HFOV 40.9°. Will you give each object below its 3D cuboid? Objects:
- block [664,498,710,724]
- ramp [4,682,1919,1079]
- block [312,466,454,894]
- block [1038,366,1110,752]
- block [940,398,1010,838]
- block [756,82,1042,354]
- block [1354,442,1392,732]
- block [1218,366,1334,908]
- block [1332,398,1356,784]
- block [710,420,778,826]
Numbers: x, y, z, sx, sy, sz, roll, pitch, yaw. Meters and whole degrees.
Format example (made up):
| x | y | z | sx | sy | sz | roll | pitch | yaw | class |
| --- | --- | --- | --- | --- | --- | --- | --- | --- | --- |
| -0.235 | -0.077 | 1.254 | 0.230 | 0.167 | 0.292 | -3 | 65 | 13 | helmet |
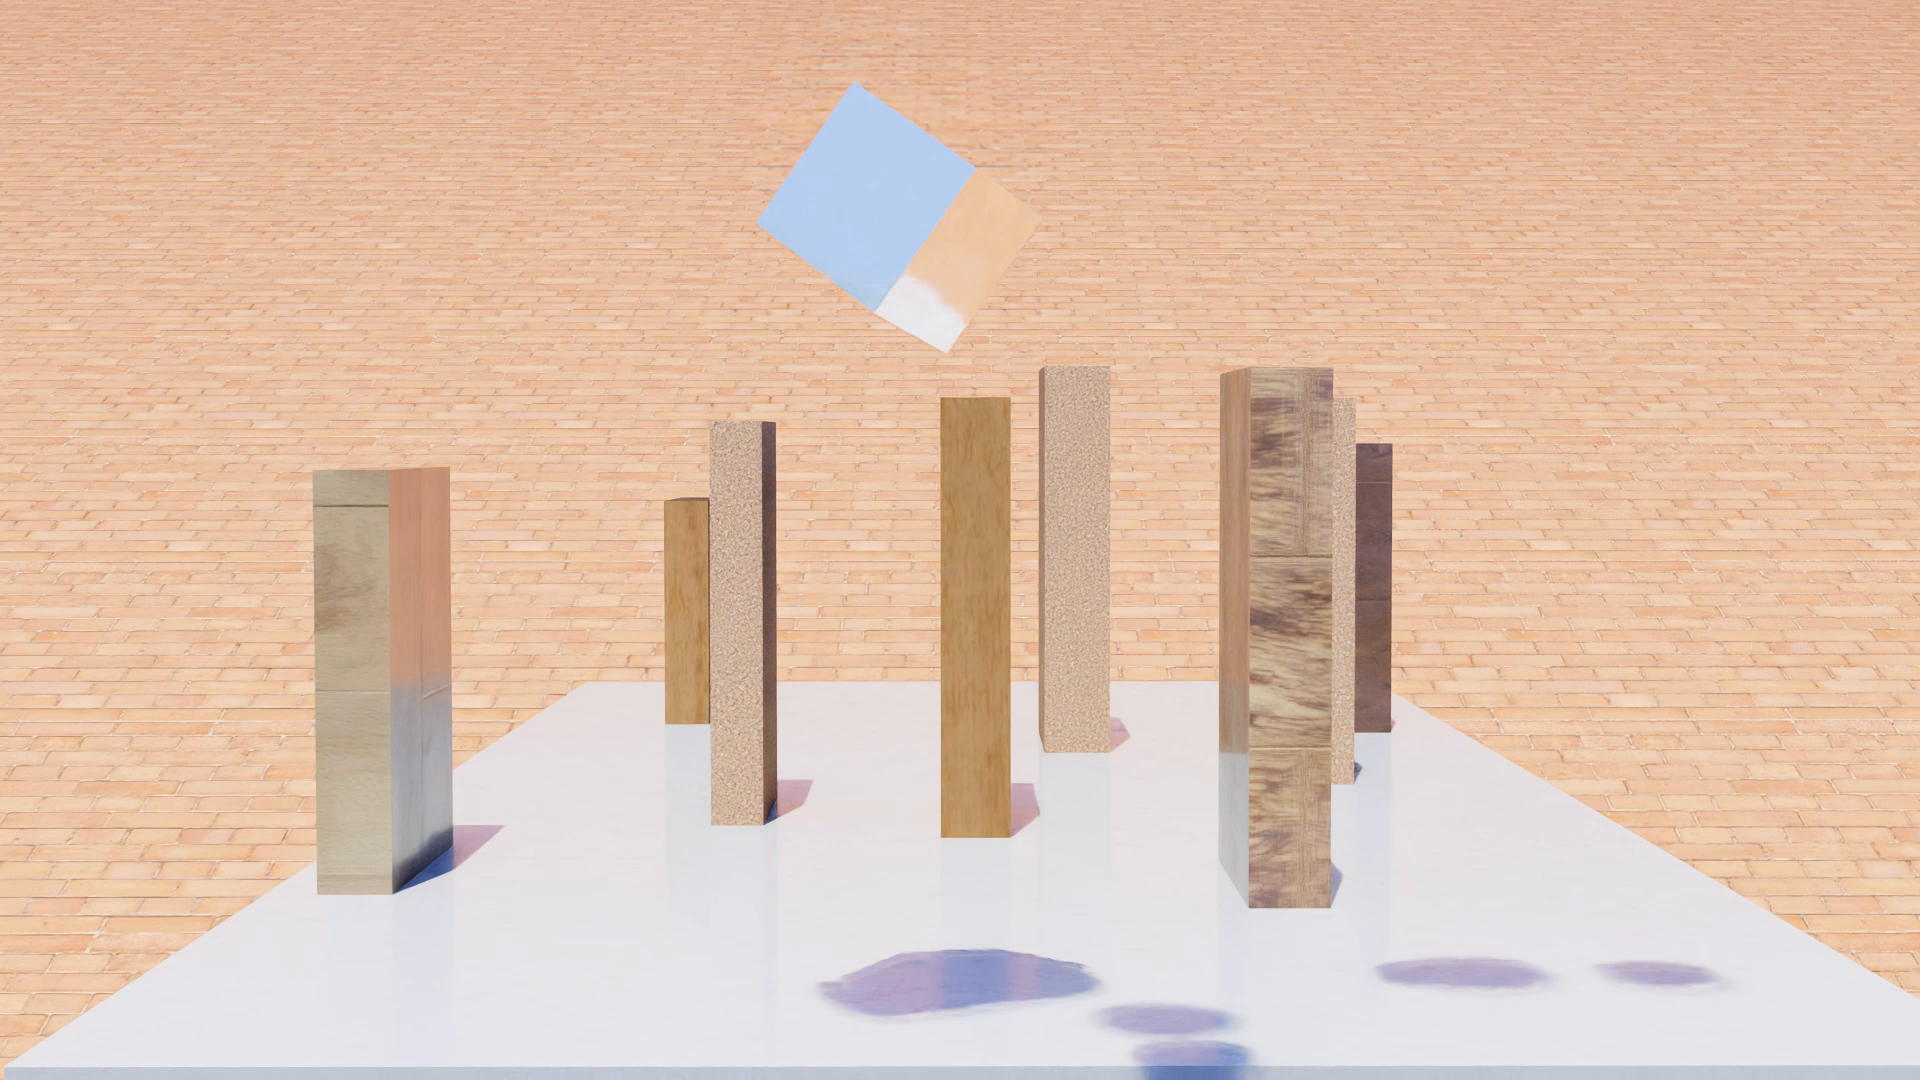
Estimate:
| x | y | z | sx | sy | sz | roll | pitch | yaw | class |
| --- | --- | --- | --- | --- | --- | --- | --- | --- | --- |
| -0.591 | 0.150 | 5.740 | 0.095 | 0.483 | 0.365 | 0 | 2 | 0 | block |
| 0.054 | 0.489 | 4.541 | 2.000 | 0.100 | 4.000 | 0 | 2 | 0 | ramp |
| -0.822 | 0.185 | 3.693 | 0.102 | 0.576 | 0.424 | 0 | 2 | 0 | block |
| 0.230 | 0.032 | 5.234 | 0.128 | 0.759 | 0.382 | 0 | 2 | 0 | block |
| 0.024 | 0.113 | 4.167 | 0.108 | 0.681 | 0.394 | 0 | 2 | 0 | block |
| -0.061 | -0.329 | 2.651 | 0.174 | 0.174 | 0.174 | 39 | 7 | 25 | block |
| 0.834 | 0.095 | 5.539 | 0.139 | 0.607 | 0.303 | 0 | 2 | 0 | block |
| 0.433 | 0.121 | 3.569 | 0.108 | 0.711 | 0.392 | 0 | 2 | 0 | block |
| 0.659 | 0.087 | 4.725 | 0.088 | 0.689 | 0.287 | 0 | 2 | 0 | block |
| -0.356 | 0.127 | 4.262 | 0.083 | 0.646 | 0.326 | 0 | 2 | 0 | block |
